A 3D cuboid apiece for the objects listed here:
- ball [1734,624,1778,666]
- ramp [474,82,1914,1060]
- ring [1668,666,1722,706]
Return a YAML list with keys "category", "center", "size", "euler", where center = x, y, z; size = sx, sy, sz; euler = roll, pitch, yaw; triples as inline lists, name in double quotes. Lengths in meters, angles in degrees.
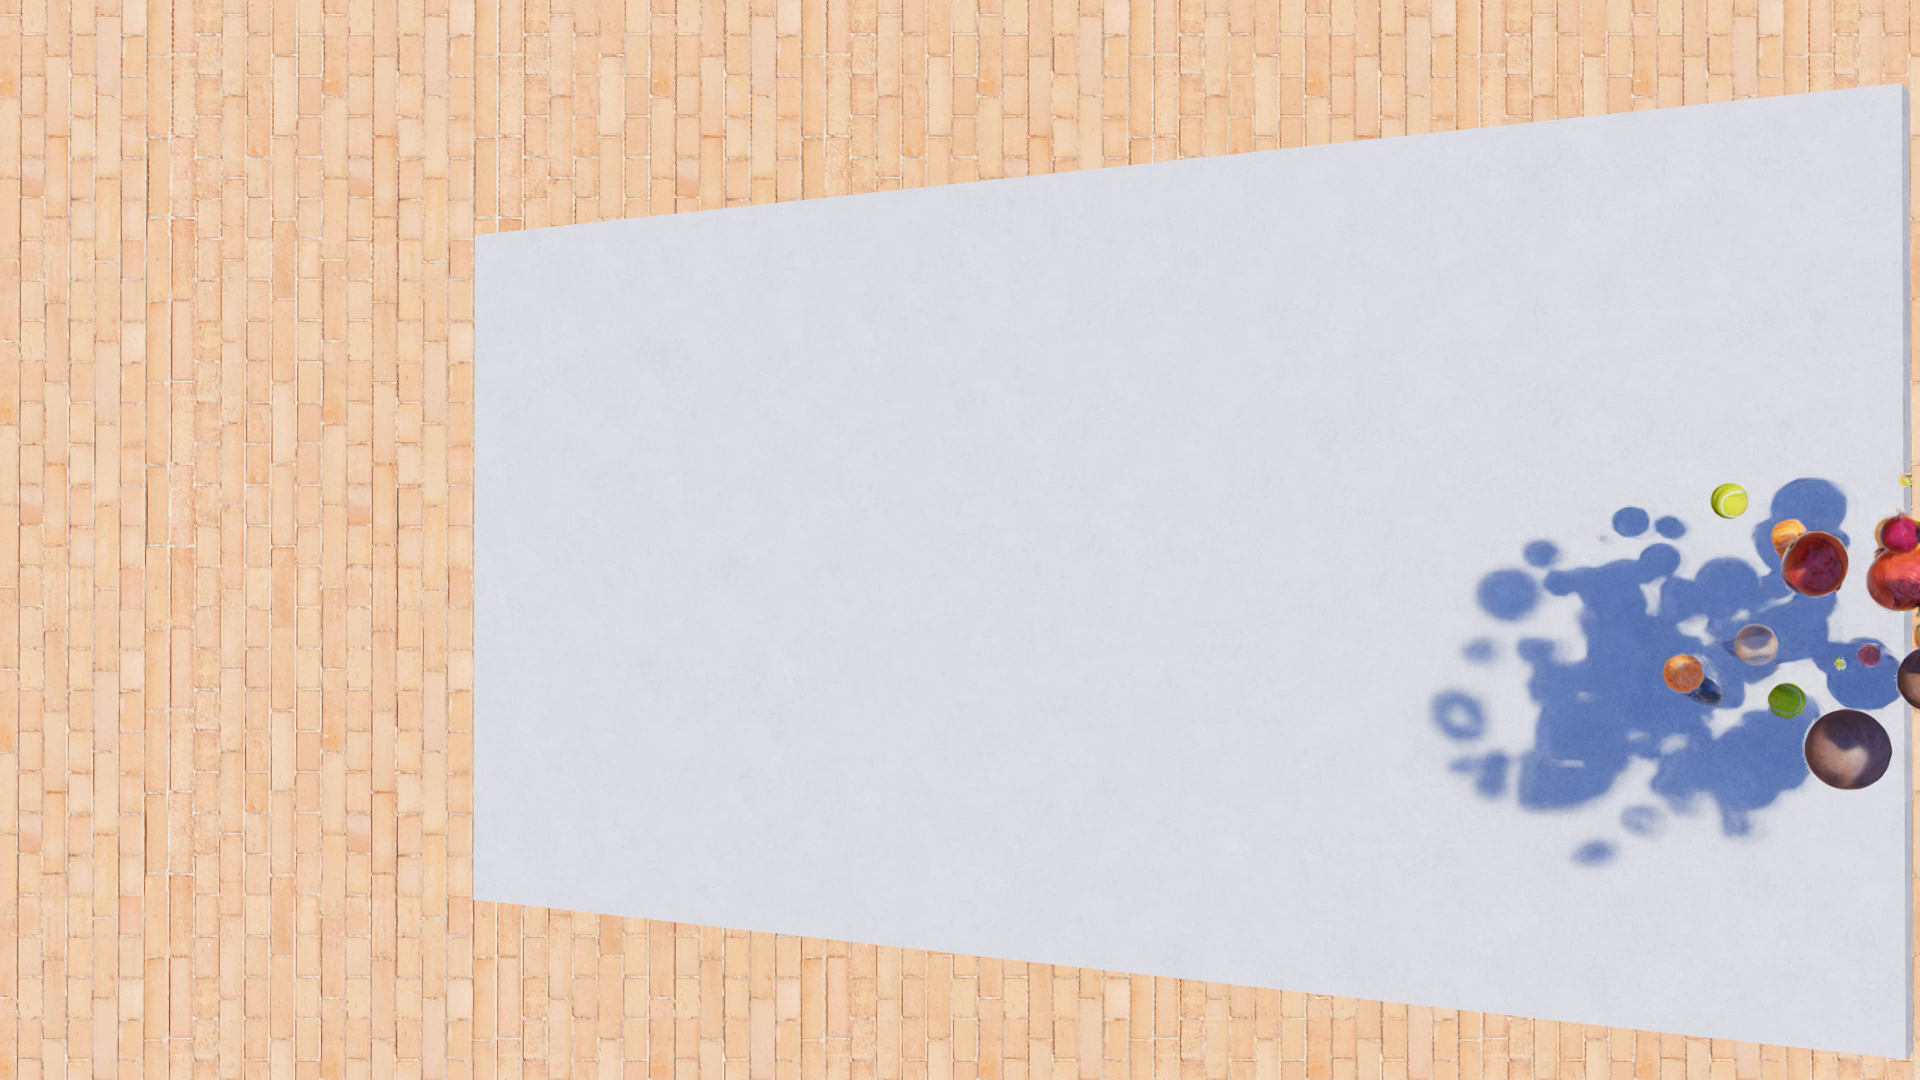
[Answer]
- category: "ball"
  center: [1.463, 0.193, 4.043]
  size: [0.078, 0.078, 0.078]
  euler: [0, 89, 0]
- category: "ramp"
  center: [0.262, 0.072, 5.603]
  size: [4.000, 0.100, 2.000]
  euler: [0, 89, 32]
- category: "ring"
  center: [1.478, 0.293, 4.420]
  size: [0.116, 0.116, 0.039]
  euler: [35, 86, 0]
